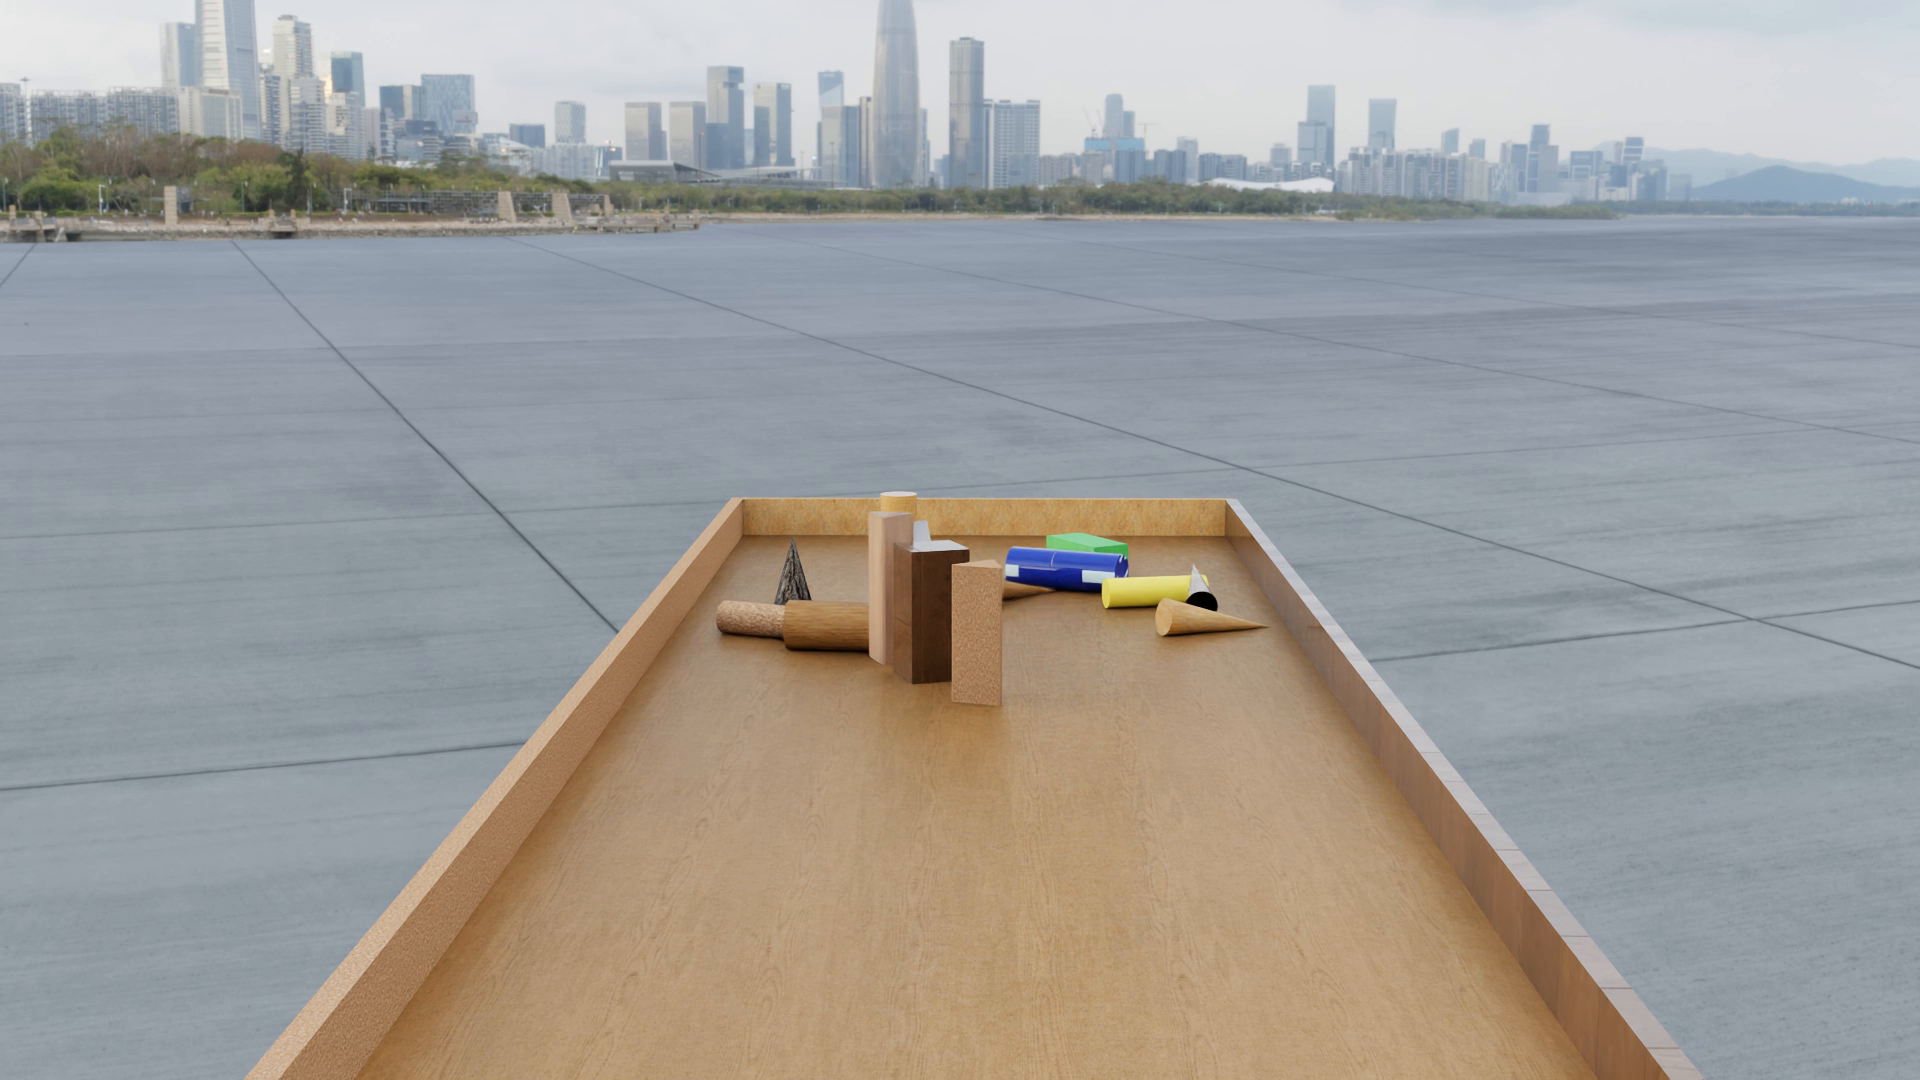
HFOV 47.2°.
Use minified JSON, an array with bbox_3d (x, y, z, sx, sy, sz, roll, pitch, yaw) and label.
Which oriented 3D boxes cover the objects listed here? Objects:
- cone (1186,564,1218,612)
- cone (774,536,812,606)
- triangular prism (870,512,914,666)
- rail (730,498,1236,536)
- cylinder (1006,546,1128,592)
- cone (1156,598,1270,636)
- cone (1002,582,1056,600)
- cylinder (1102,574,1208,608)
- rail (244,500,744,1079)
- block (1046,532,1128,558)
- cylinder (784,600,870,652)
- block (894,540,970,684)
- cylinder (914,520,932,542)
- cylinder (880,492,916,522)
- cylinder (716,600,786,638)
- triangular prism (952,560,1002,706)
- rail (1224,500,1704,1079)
[{"bbox_3d":[0.806,0.151,7.472,0.107,0.107,0.400,0,20,2],"label":"cone"},{"bbox_3d":[-0.546,0.134,7.196,0.170,0.303,0.170,0,9,0],"label":"cone"},{"bbox_3d":[-0.231,0.142,6.680,0.119,0.449,0.137,7,12,39],"label":"triangular prism"},{"bbox_3d":[0.099,-0.098,9.147,2.100,0.150,0.050,0,9,1],"label":"rail"},{"bbox_3d":[0.382,0.108,7.873,0.418,0.143,0.143,4,10,24],"label":"cylinder"},{"bbox_3d":[0.838,0.266,7.136,0.392,0.122,0.122,6,6,-21],"label":"cone"},{"bbox_3d":[0.200,0.178,7.721,0.424,0.102,0.102,1,6,-44],"label":"cone"},{"bbox_3d":[0.672,0.177,7.569,0.352,0.102,0.102,-2,9,-12],"label":"cylinder"},{"bbox_3d":[-1.004,0.839,3.234,0.050,0.150,12.000,0,9,1],"label":"rail"},{"bbox_3d":[0.465,0.072,8.079,0.148,0.148,0.319,-5,10,-30],"label":"block"},{"bbox_3d":[-0.348,0.268,6.832,0.376,0.153,0.153,1,9,9],"label":"cylinder"},{"bbox_3d":[-0.084,0.209,6.451,0.176,0.388,0.176,-3,10,-19],"label":"block"},{"bbox_3d":[-0.147,0.124,7.013,0.154,0.352,0.154,-11,-2,0],"label":"cylinder"},{"bbox_3d":[-0.200,0.067,7.189,0.119,0.438,0.119,0,9,0],"label":"cylinder"},{"bbox_3d":[-0.618,0.258,7.048,0.317,0.105,0.105,4,10,25],"label":"cylinder"},{"bbox_3d":[0.069,0.255,6.161,0.147,0.387,0.127,4,10,22],"label":"triangular prism"},{"bbox_3d":[1.046,0.843,3.208,0.050,0.150,12.000,0,9,1],"label":"rail"}]
